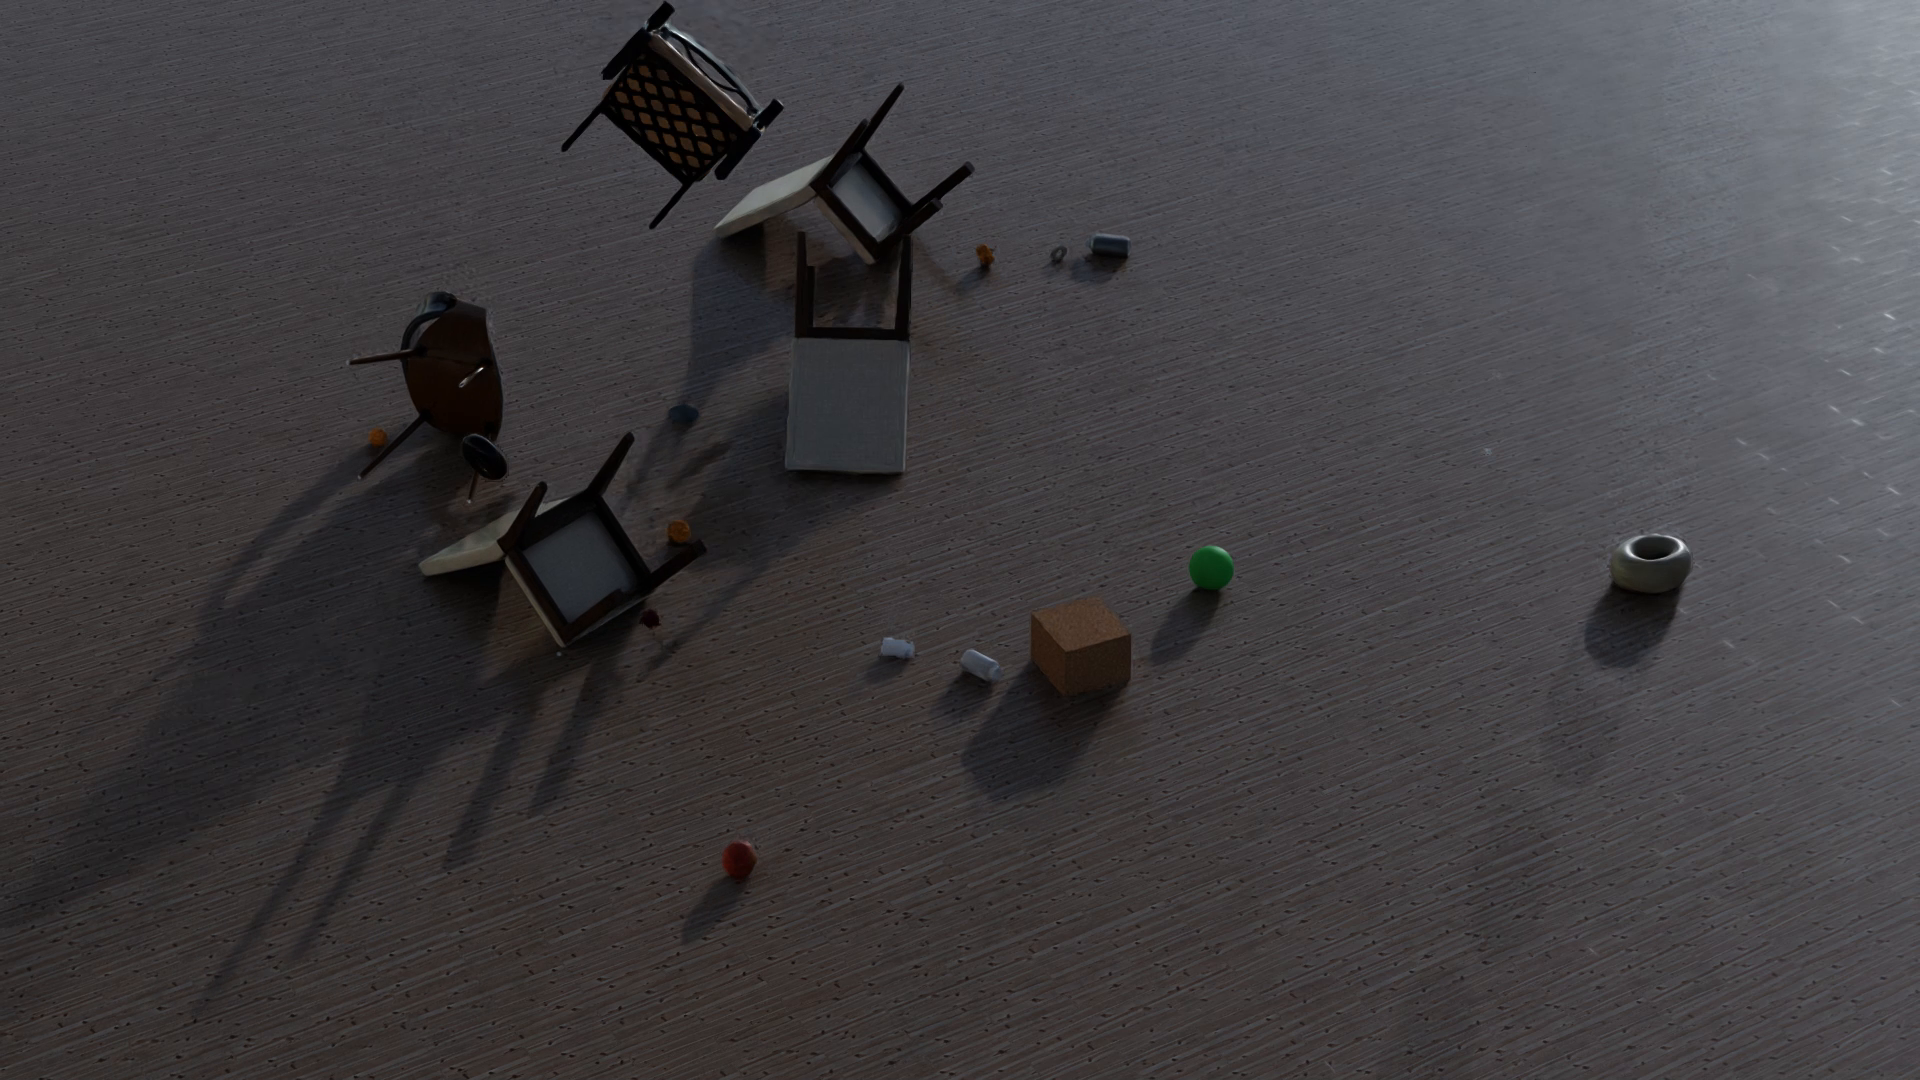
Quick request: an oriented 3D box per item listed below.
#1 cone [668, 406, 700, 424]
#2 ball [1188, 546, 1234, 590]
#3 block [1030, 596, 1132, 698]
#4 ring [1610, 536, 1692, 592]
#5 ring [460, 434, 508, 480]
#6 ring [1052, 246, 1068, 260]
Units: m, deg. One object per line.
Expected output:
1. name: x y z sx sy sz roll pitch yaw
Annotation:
1. cone: -1.100 -0.499 11.675 0.127 0.070 0.052 4 -1 -4
2. ball: 0.913 0.101 10.642 0.163 0.163 0.163 0 33 0
3. block: 0.420 0.369 10.208 0.255 0.194 0.262 -14 36 -21
4. ring: 2.515 0.088 10.676 0.330 0.133 0.262 -21 33 -33
5. ring: -1.554 -0.270 9.576 0.173 0.208 0.064 32 67 16
6. ring: 0.434 -1.253 12.793 0.076 0.057 0.018 -33 9 9
